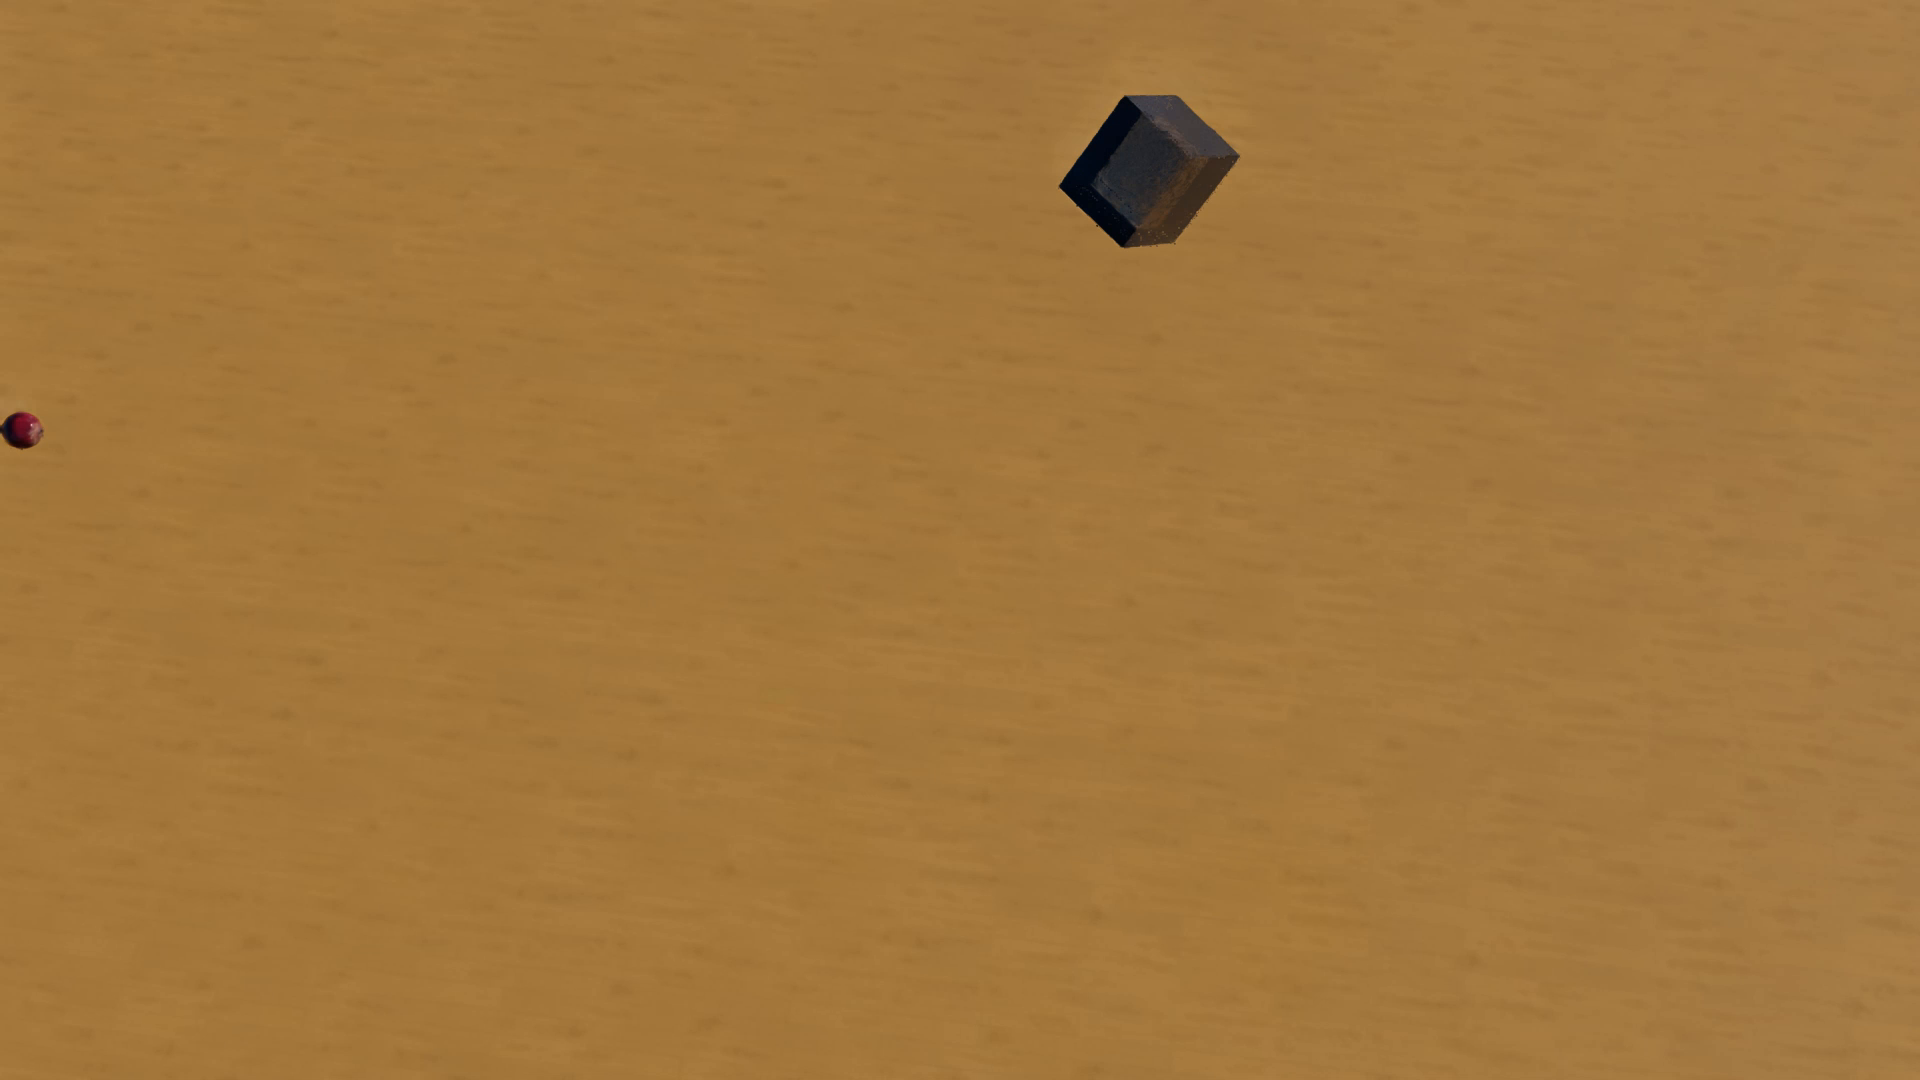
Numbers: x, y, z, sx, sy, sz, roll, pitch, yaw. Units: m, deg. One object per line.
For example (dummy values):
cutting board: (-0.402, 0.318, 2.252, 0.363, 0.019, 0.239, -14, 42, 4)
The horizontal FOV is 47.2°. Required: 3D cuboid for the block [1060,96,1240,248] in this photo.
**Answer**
block: (0.365, -0.710, 4.231, 0.180, 0.220, 0.218, 47, 30, 16)
